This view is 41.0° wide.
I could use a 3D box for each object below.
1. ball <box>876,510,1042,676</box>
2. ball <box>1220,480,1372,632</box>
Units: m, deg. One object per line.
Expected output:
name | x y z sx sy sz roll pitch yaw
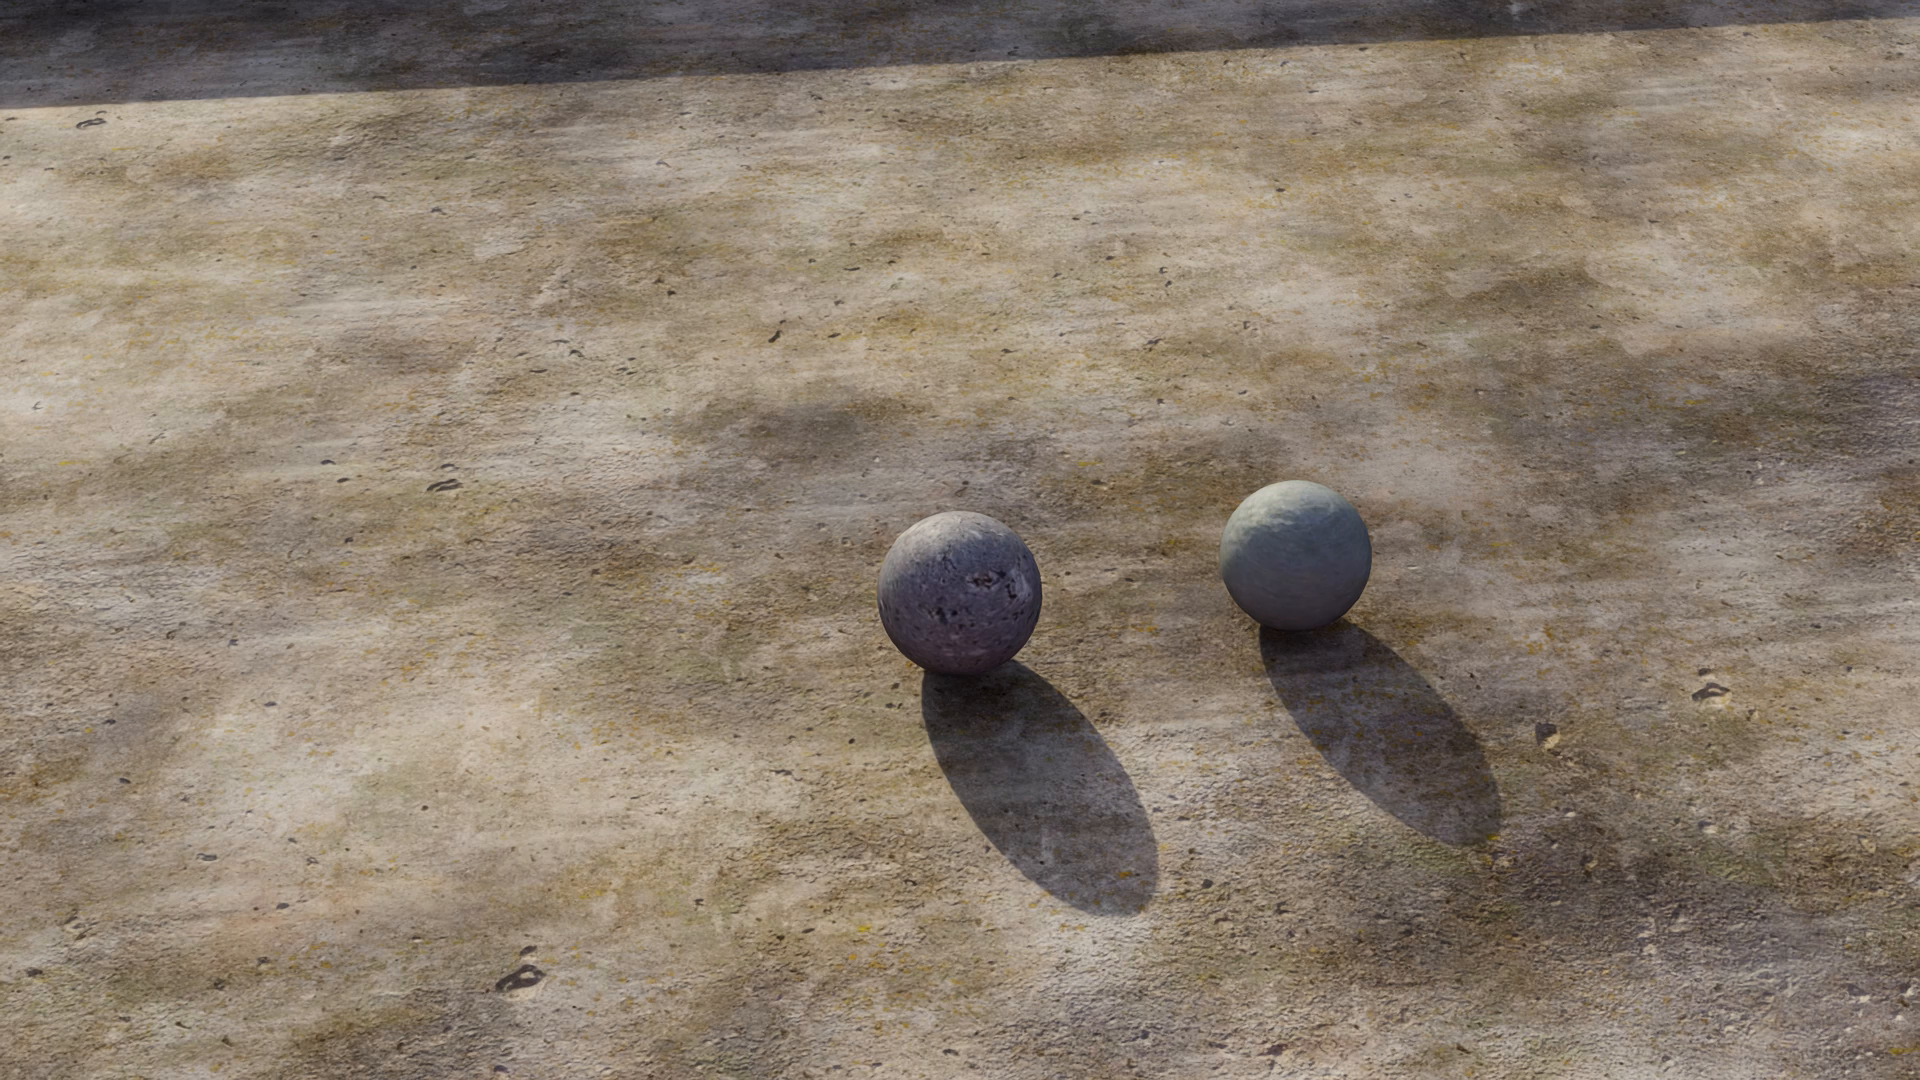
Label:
ball | 0.000 0.030 1.453 0.094 0.094 0.094 0 37 0
ball | 0.194 0.009 1.486 0.088 0.088 0.088 0 37 0
